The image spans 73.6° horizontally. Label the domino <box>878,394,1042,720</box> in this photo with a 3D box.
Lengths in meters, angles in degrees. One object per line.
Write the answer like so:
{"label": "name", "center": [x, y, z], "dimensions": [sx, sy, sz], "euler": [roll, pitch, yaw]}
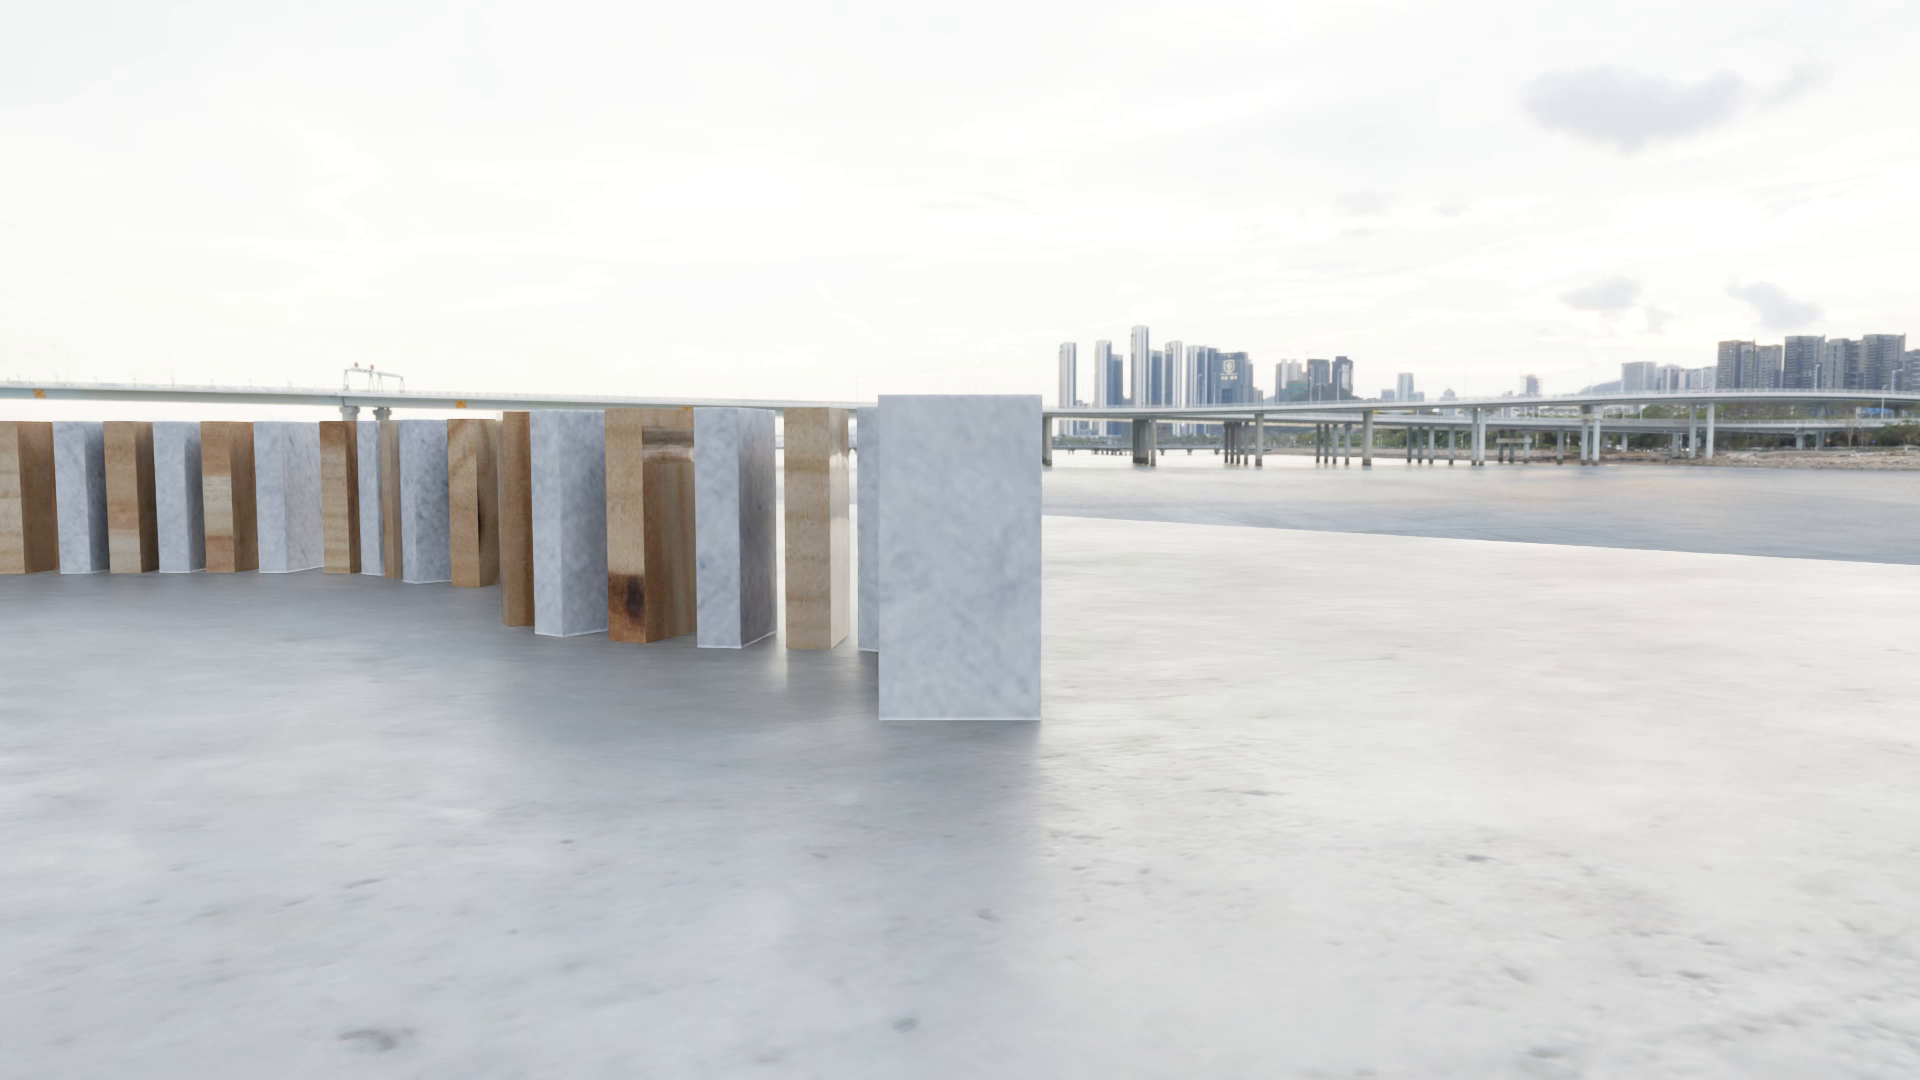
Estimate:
{"label": "domino", "center": [0.000, 0.002, 0.201], "dimensions": [0.025, 0.050, 0.009], "euler": [0, 4, 0]}

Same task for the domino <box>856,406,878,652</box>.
{"label": "domino", "center": [-0.010, -0.003, 0.271], "dimensions": [0.009, 0.050, 0.025], "euler": [3, 5, 36]}

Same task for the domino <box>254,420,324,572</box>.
{"label": "domino", "center": [-0.227, -0.015, 0.435], "dimensions": [0.009, 0.050, 0.025], "euler": [0, 4, 3]}

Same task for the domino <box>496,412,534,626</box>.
{"label": "domino", "center": [-0.096, -0.005, 0.307], "dimensions": [0.025, 0.050, 0.009], "euler": [-2, 5, -29]}

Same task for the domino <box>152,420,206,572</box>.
{"label": "domino", "center": [-0.261, -0.015, 0.435], "dimensions": [0.009, 0.050, 0.025], "euler": [0, 4, -4]}

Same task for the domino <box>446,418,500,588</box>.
{"label": "domino", "center": [-0.144, -0.012, 0.392], "dimensions": [0.010, 0.050, 0.025], "euler": [1, 4, 14]}

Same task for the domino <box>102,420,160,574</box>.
{"label": "domino", "center": [-0.276, -0.015, 0.434], "dimensions": [0.010, 0.050, 0.025], "euler": [0, 4, -6]}

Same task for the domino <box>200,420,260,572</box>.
{"label": "domino", "center": [-0.245, -0.015, 0.435], "dimensions": [0.009, 0.050, 0.025], "euler": [0, 4, 1]}

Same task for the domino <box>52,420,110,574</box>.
{"label": "domino", "center": [-0.292, -0.015, 0.432], "dimensions": [0.009, 0.050, 0.025], "euler": [0, 4, -5]}

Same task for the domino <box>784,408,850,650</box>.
{"label": "domino", "center": [-0.031, -0.003, 0.277], "dimensions": [0.009, 0.050, 0.025], "euler": [0, 4, 4]}

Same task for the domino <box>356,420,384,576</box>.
{"label": "domino", "center": [-0.185, -0.014, 0.426], "dimensions": [0.009, 0.050, 0.025], "euler": [3, 5, 31]}

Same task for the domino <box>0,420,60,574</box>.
{"label": "domino", "center": [-0.311, -0.015, 0.431], "dimensions": [0.009, 0.050, 0.025], "euler": [0, 4, 1]}

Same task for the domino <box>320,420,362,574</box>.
{"label": "domino", "center": [-0.202, -0.015, 0.432], "dimensions": [0.009, 0.050, 0.025], "euler": [1, 4, 12]}

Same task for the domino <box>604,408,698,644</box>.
{"label": "domino", "center": [-0.067, -0.004, 0.285], "dimensions": [0.009, 0.050, 0.025], "euler": [2, 5, 22]}

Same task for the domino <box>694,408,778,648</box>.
{"label": "domino", "center": [-0.048, -0.003, 0.278], "dimensions": [0.010, 0.050, 0.025], "euler": [1, 4, 10]}

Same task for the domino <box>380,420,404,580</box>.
{"label": "domino", "center": [-0.172, -0.013, 0.414], "dimensions": [0.025, 0.050, 0.009], "euler": [-4, 6, -41]}

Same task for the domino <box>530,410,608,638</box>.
{"label": "domino", "center": [-0.084, -0.004, 0.294], "dimensions": [0.009, 0.050, 0.025], "euler": [3, 5, 34]}

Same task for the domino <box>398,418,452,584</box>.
{"label": "domino", "center": [-0.160, -0.013, 0.401], "dimensions": [0.009, 0.050, 0.025], "euler": [4, 6, 43]}
